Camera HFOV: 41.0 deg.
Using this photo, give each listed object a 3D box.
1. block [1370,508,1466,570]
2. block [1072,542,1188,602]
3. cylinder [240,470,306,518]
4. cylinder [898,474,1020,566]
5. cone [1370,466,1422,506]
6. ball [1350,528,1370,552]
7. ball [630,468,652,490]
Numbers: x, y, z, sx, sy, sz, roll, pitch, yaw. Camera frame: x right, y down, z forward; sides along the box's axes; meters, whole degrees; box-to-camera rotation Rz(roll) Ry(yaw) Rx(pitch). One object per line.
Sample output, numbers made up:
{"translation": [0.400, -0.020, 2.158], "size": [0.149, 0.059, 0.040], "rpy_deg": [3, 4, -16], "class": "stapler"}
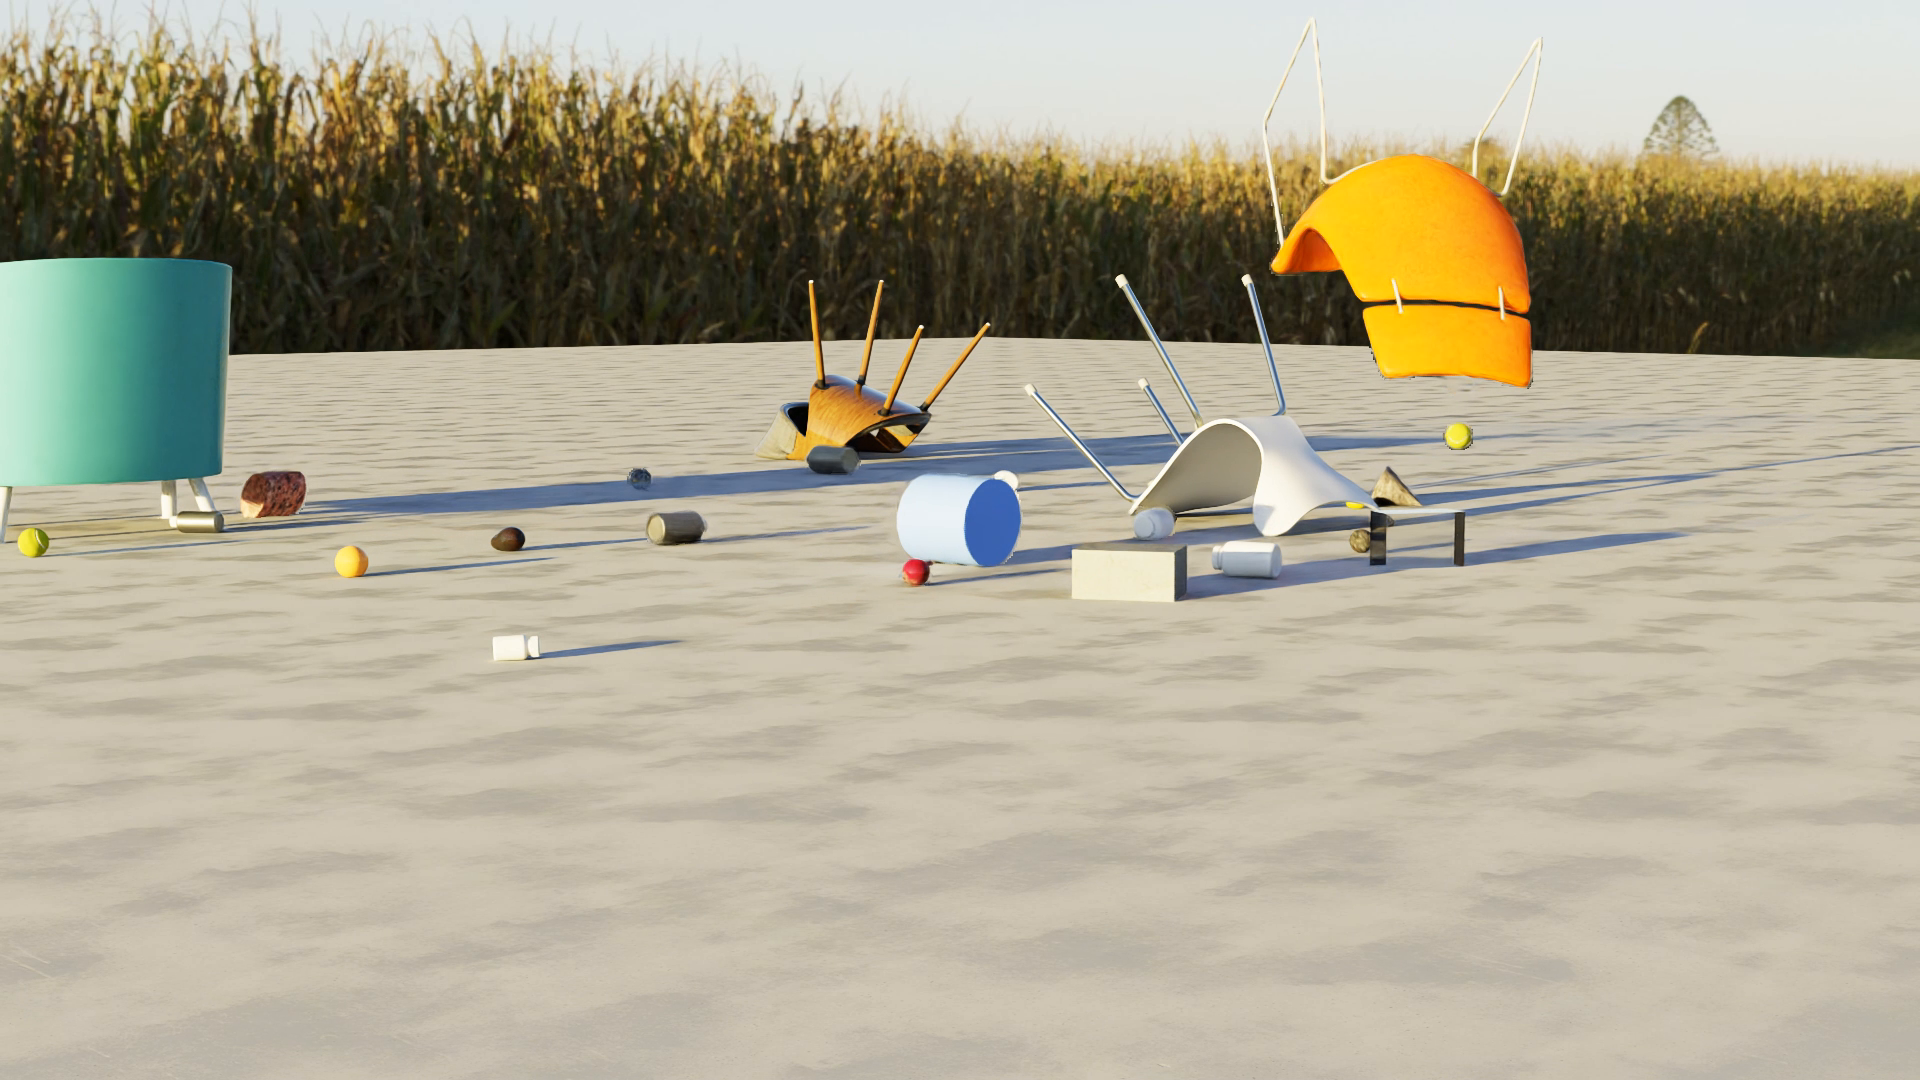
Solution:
{"translation": [1.039, -0.003, 5.830], "size": [0.194, 0.125, 0.085], "rpy_deg": [-2, 6, -16], "class": "block"}
{"translation": [0.351, 0.065, 5.292], "size": [0.211, 0.100, 0.155], "rpy_deg": [2, 6, 15], "class": "block"}
{"translation": [-1.879, -0.126, 7.017], "size": [0.117, 0.104, 0.167], "rpy_deg": [-6, -25, -44], "class": "cylinder"}
{"translation": [-0.003, -0.046, 5.878], "size": [0.201, 0.204, 0.196], "rpy_deg": [5, -35, 40], "class": "cylinder"}
{"translation": [1.268, -0.128, 7.376], "size": [0.136, 0.120, 0.144], "rpy_deg": [27, -6, 15], "class": "cone"}
{"translation": [0.957, 0.002, 6.114], "size": [0.057, 0.057, 0.057], "rpy_deg": [0, 6, 0], "class": "ball"}
{"translation": [-0.982, -0.186, 7.885], "size": [0.067, 0.067, 0.067], "rpy_deg": [0, 6, 0], "class": "ball"}
